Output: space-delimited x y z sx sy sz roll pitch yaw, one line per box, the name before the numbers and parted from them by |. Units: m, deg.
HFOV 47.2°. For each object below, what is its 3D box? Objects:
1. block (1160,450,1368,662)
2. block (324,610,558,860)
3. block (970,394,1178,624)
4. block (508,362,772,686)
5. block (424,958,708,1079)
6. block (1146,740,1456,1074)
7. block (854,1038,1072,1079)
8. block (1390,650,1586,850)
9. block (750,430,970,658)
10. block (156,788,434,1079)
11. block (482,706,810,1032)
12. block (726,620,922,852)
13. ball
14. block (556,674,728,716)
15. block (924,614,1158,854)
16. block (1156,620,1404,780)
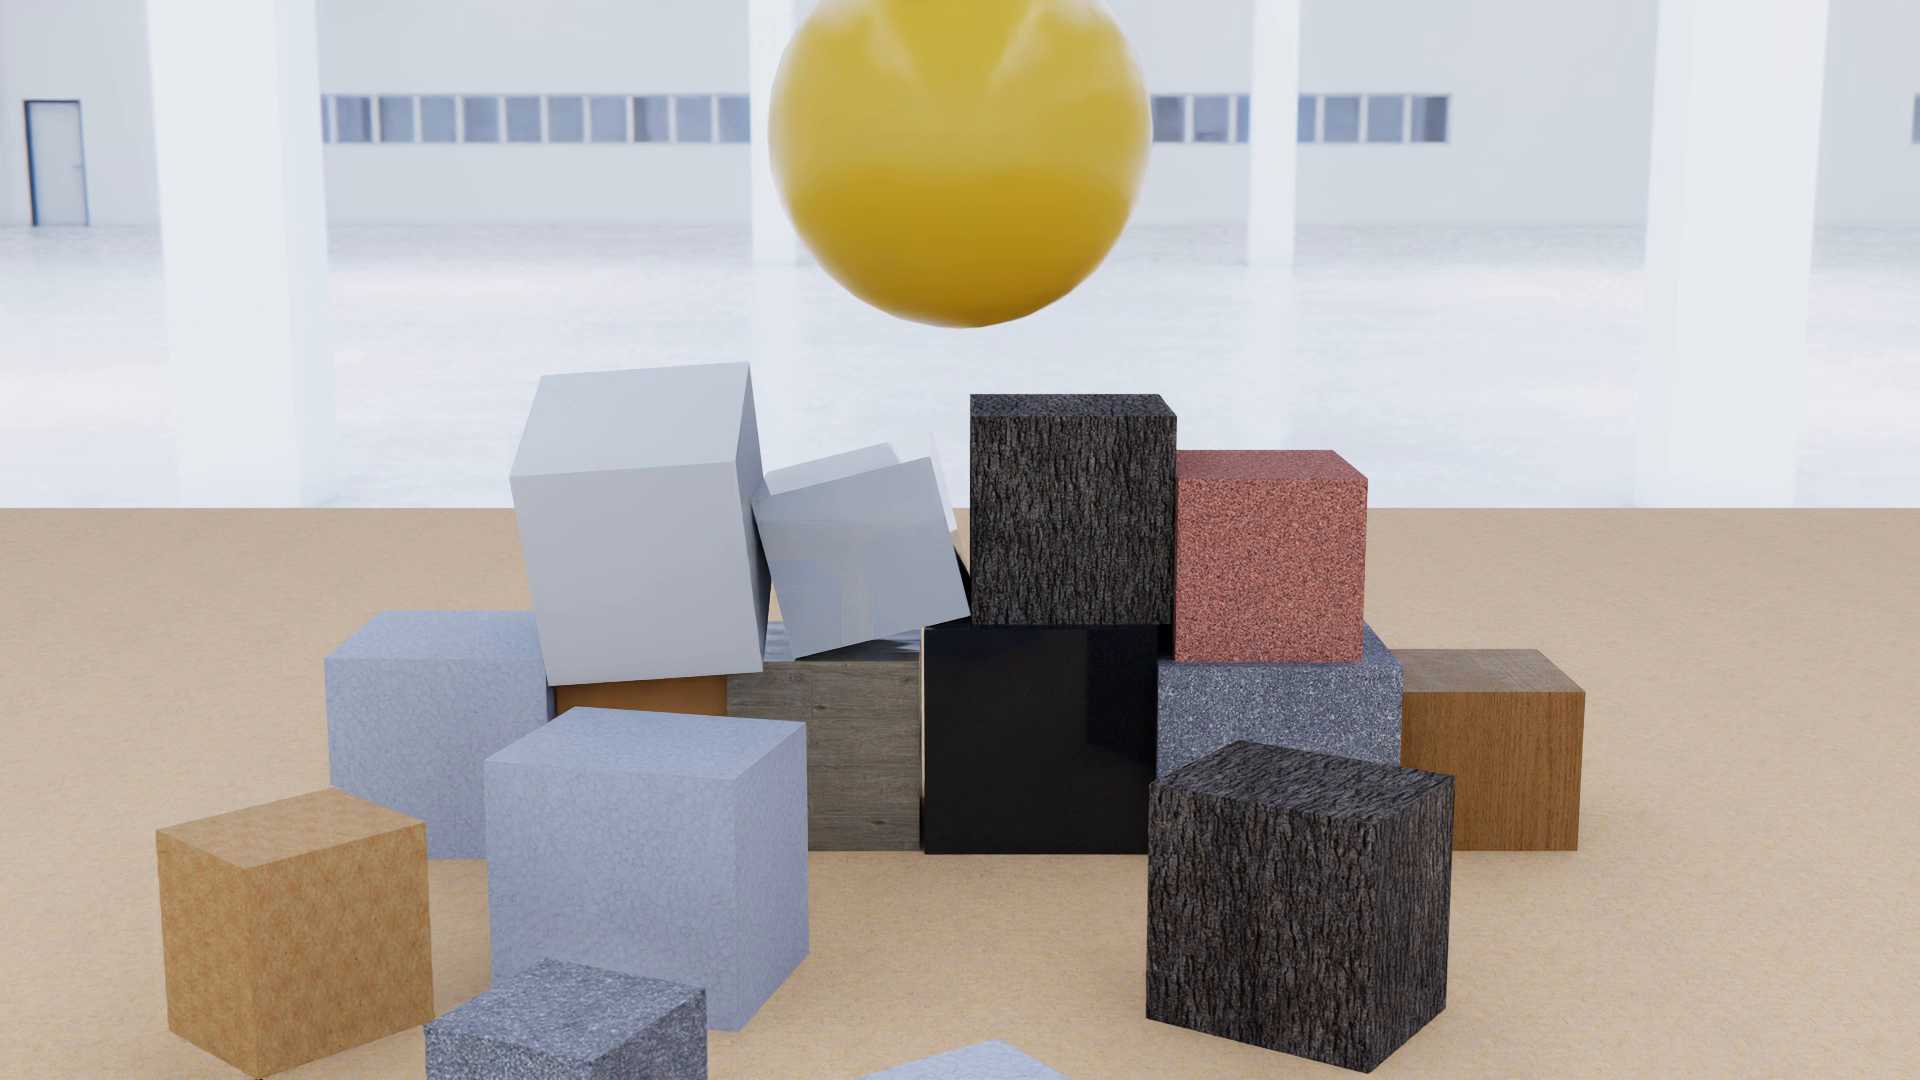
block | 1.511 0.062 11.189 0.915 0.913 1.001 0 10 0
block | -2.557 0.978 11.339 1.077 1.018 1.115 0 10 0
block | 0.554 -0.178 11.240 0.998 1.033 0.961 0 10 0
block | -1.535 -0.094 10.906 1.050 1.165 1.076 -4 30 1
block | -1.308 1.879 7.395 0.661 0.656 0.669 5 11 25
block | 1.371 1.443 8.871 0.970 0.987 0.780 7 12 33
block | -0.001 2.025 6.259 0.888 0.775 0.853 -7 13 -35
block | 2.627 1.070 11.389 0.925 0.820 0.929 0 10 0
block | -0.483 0.004 11.209 0.901 0.814 0.949 -14 10 2
block | -2.642 1.540 8.762 0.694 0.835 0.781 10 14 42
block | -1.289 1.348 9.230 1.071 1.045 0.892 3 11 14
block | -0.678 0.995 11.371 0.948 0.975 0.926 0 10 0
ball | 0.000 -1.679 9.115 1.600 1.600 1.600 0 10 0
block | -1.584 1.013 11.378 0.847 0.936 0.764 0 10 0
block | 0.395 0.898 11.419 1.144 1.148 1.163 0 10 0
block | 1.562 0.997 11.343 1.188 0.981 1.160 0 10 0
